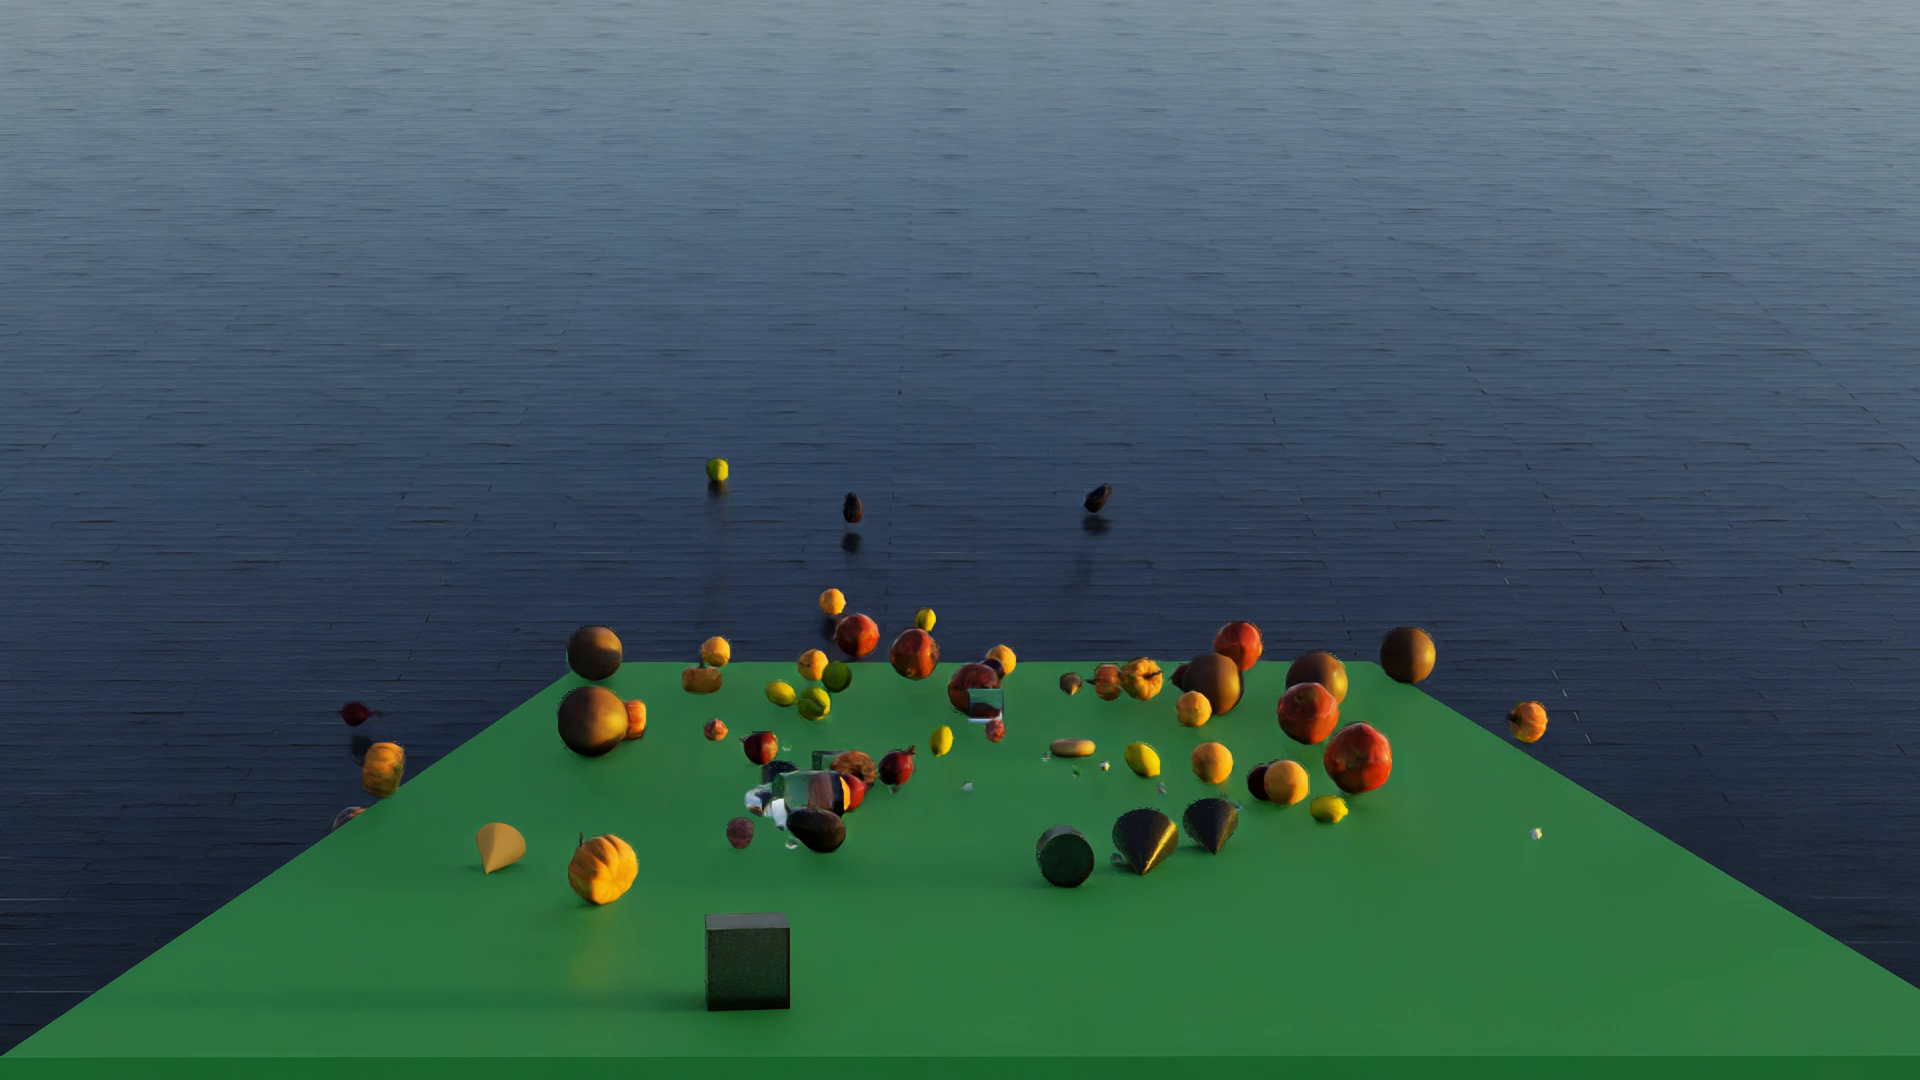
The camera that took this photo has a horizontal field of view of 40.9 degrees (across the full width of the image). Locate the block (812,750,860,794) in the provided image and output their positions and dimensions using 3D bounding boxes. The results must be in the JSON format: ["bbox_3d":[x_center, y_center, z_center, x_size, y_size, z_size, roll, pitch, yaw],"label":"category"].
[{"bbox_3d":[-0.207,0.388,4.310,0.063,0.063,0.063,-1,3,-21],"label":"block"}]

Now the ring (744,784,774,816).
[{"bbox_3d":[-0.279,0.412,4.074,0.125,0.042,0.125,0,4,0],"label":"ring"}]

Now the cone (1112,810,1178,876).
[{"bbox_3d":[0.254,0.437,3.554,0.093,0.093,0.093,3,30,6],"label":"cone"}]

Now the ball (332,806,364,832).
[{"bbox_3d":[-1.369,0.649,5.807,0.094,0.094,0.094,0,22,0],"label":"ball"}]

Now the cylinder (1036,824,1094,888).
[{"bbox_3d":[0.141,0.426,3.464,0.073,0.073,0.073,-1,3,-2],"label":"cylinder"}]

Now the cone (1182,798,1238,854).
[{"bbox_3d":[0.366,0.431,3.721,0.082,0.082,0.082,0,29,0],"label":"cone"}]

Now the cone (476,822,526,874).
[{"bbox_3d":[-0.646,0.442,3.563,0.072,0.072,0.072,3,30,7],"label":"cone"}]

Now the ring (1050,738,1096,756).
[{"bbox_3d":[0.208,0.384,4.757,0.084,0.028,0.084,-1,2,0],"label":"ring"}]

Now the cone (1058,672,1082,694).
[{"bbox_3d":[0.250,0.335,5.776,0.052,0.052,0.052,0,29,-1],"label":"cone"}]

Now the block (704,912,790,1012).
[{"bbox_3d":[-0.230,0.453,2.770,0.087,0.087,0.087,0,3,-8],"label":"block"}]

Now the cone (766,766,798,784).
[{"bbox_3d":[-0.299,0.411,4.152,0.078,0.078,0.078,9,9,22],"label":"cone"}]

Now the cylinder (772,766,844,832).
[{"bbox_3d":[-0.232,0.396,3.915,0.088,0.088,0.088,-8,23,-20],"label":"cylinder"}]

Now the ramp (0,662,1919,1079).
[{"bbox_3d":[0.051,0.459,4.533,2.000,0.100,4.000,0,3,0],"label":"ramp"}]
